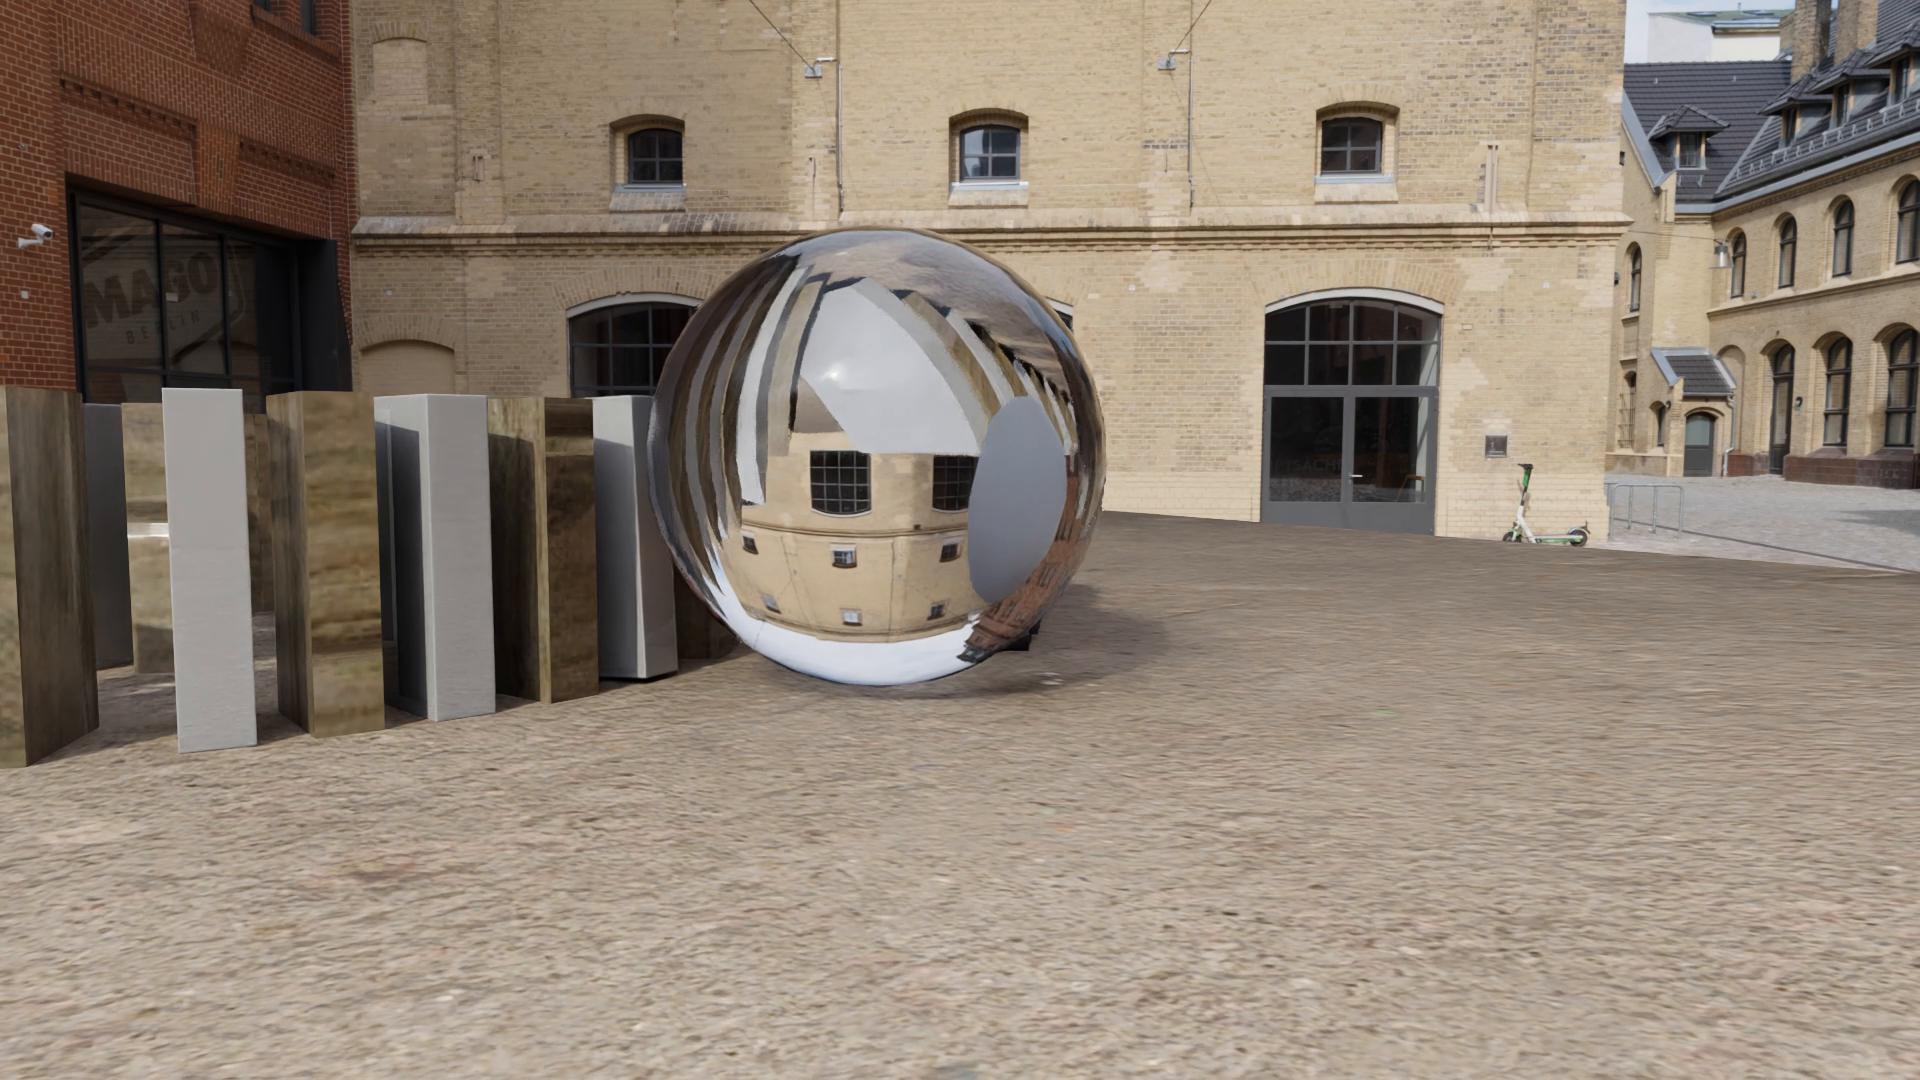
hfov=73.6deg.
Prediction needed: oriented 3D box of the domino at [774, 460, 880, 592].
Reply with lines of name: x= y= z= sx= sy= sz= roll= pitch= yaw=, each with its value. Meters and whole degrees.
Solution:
domino: x=-0.033 y=-0.005 z=0.385 sx=0.025 sy=0.009 sz=0.050 roll=-3 pitch=42 yaw=-41

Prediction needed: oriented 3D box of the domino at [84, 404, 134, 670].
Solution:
domino: x=-0.167 y=-0.001 z=0.248 sx=0.010 sy=0.050 sz=0.025 roll=0 pitch=4 yaw=3

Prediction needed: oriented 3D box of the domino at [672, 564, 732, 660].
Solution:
domino: x=-0.060 y=-0.002 z=0.258 sx=0.025 sy=0.050 sz=0.009 roll=0 pitch=4 yaw=5

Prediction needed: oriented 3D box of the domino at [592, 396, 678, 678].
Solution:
domino: x=-0.066 y=-0.001 z=0.235 sx=0.025 sy=0.050 sz=0.009 roll=-1 pitch=4 yaw=24

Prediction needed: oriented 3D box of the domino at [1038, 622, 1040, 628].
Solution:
domino: x=0.006 y=-0.004 z=0.304 sx=0.025 sy=0.050 sz=0.009 roll=0 pitch=-27 yaw=2

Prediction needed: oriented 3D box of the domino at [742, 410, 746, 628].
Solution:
domino: x=-0.063 y=-0.005 z=0.296 sx=0.025 sy=0.050 sz=0.009 roll=-1 pitch=4 yaw=-14

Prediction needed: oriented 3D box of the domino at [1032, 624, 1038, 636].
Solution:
domino: x=0.005 y=-0.003 z=0.293 sx=0.025 sy=0.050 sz=0.009 roll=0 pitch=-27 yaw=2

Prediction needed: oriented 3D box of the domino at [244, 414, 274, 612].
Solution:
domino: x=-0.184 y=-0.008 z=0.334 sx=0.009 sy=0.050 sz=0.025 roll=-4 pitch=6 yaw=-44

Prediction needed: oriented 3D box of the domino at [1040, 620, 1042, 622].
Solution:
domino: x=0.007 y=-0.005 z=0.315 sx=0.025 sy=0.050 sz=0.009 roll=0 pitch=-27 yaw=2

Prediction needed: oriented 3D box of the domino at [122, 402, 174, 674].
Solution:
domino: x=-0.150 y=-0.001 z=0.249 sx=0.009 sy=0.050 sz=0.025 roll=0 pitch=4 yaw=-5

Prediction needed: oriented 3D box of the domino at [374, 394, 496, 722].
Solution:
domino: x=-0.086 y=0.002 z=0.206 sx=0.025 sy=0.050 sz=0.009 roll=4 pitch=6 yaw=44

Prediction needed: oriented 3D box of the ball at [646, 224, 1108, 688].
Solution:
ball: x=-0.014 y=-0.014 z=0.226 sx=0.080 sy=0.080 sz=0.080 roll=0 pitch=4 yaw=0

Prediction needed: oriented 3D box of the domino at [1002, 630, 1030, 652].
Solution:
domino: x=0.002 y=-0.002 z=0.271 sx=0.025 sy=0.050 sz=0.010 roll=0 pitch=-27 yaw=2

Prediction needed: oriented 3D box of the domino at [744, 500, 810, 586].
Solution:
domino: x=-0.060 y=-0.005 z=0.406 sx=0.050 sy=0.009 sz=0.025 roll=42 pitch=28 yaw=30

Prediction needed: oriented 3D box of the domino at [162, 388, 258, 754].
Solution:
domino: x=-0.110 y=0.004 z=0.187 sx=0.010 sy=0.050 sz=0.025 roll=-3 pitch=5 yaw=-31

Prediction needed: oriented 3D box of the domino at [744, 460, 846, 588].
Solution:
domino: x=-0.046 y=-0.006 z=0.395 sx=0.025 sy=0.009 sz=0.050 roll=-4 pitch=43 yaw=-47

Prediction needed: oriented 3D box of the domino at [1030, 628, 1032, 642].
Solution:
domino: x=0.003 y=-0.002 z=0.282 sx=0.025 sy=0.050 sz=0.009 roll=0 pitch=-27 yaw=2

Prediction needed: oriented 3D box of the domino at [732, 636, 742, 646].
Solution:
domino: x=-0.059 y=-0.003 z=0.273 sx=0.025 sy=0.050 sz=0.009 roll=0 pitch=4 yaw=-3

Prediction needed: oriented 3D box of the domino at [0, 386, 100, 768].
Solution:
domino: x=-0.131 y=0.004 z=0.178 sx=0.009 sy=0.050 sz=0.025 roll=-1 pitch=4 yaw=-15

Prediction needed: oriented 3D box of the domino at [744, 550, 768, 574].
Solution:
domino: x=-0.080 y=-0.007 z=0.417 sx=0.050 sy=0.010 sz=0.025 roll=40 pitch=18 yaw=25

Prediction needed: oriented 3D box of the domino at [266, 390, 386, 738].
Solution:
domino: x=-0.097 y=0.003 z=0.196 sx=0.009 sy=0.050 sz=0.025 roll=-3 pitch=5 yaw=-39

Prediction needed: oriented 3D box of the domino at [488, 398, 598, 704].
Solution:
domino: x=-0.074 y=0.001 z=0.220 sx=0.025 sy=0.050 sz=0.010 roll=3 pitch=5 yaw=36

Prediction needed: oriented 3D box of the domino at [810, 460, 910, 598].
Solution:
domino: x=-0.021 y=-0.004 z=0.373 sx=0.025 sy=0.010 sz=0.050 roll=-3 pitch=42 yaw=-38
